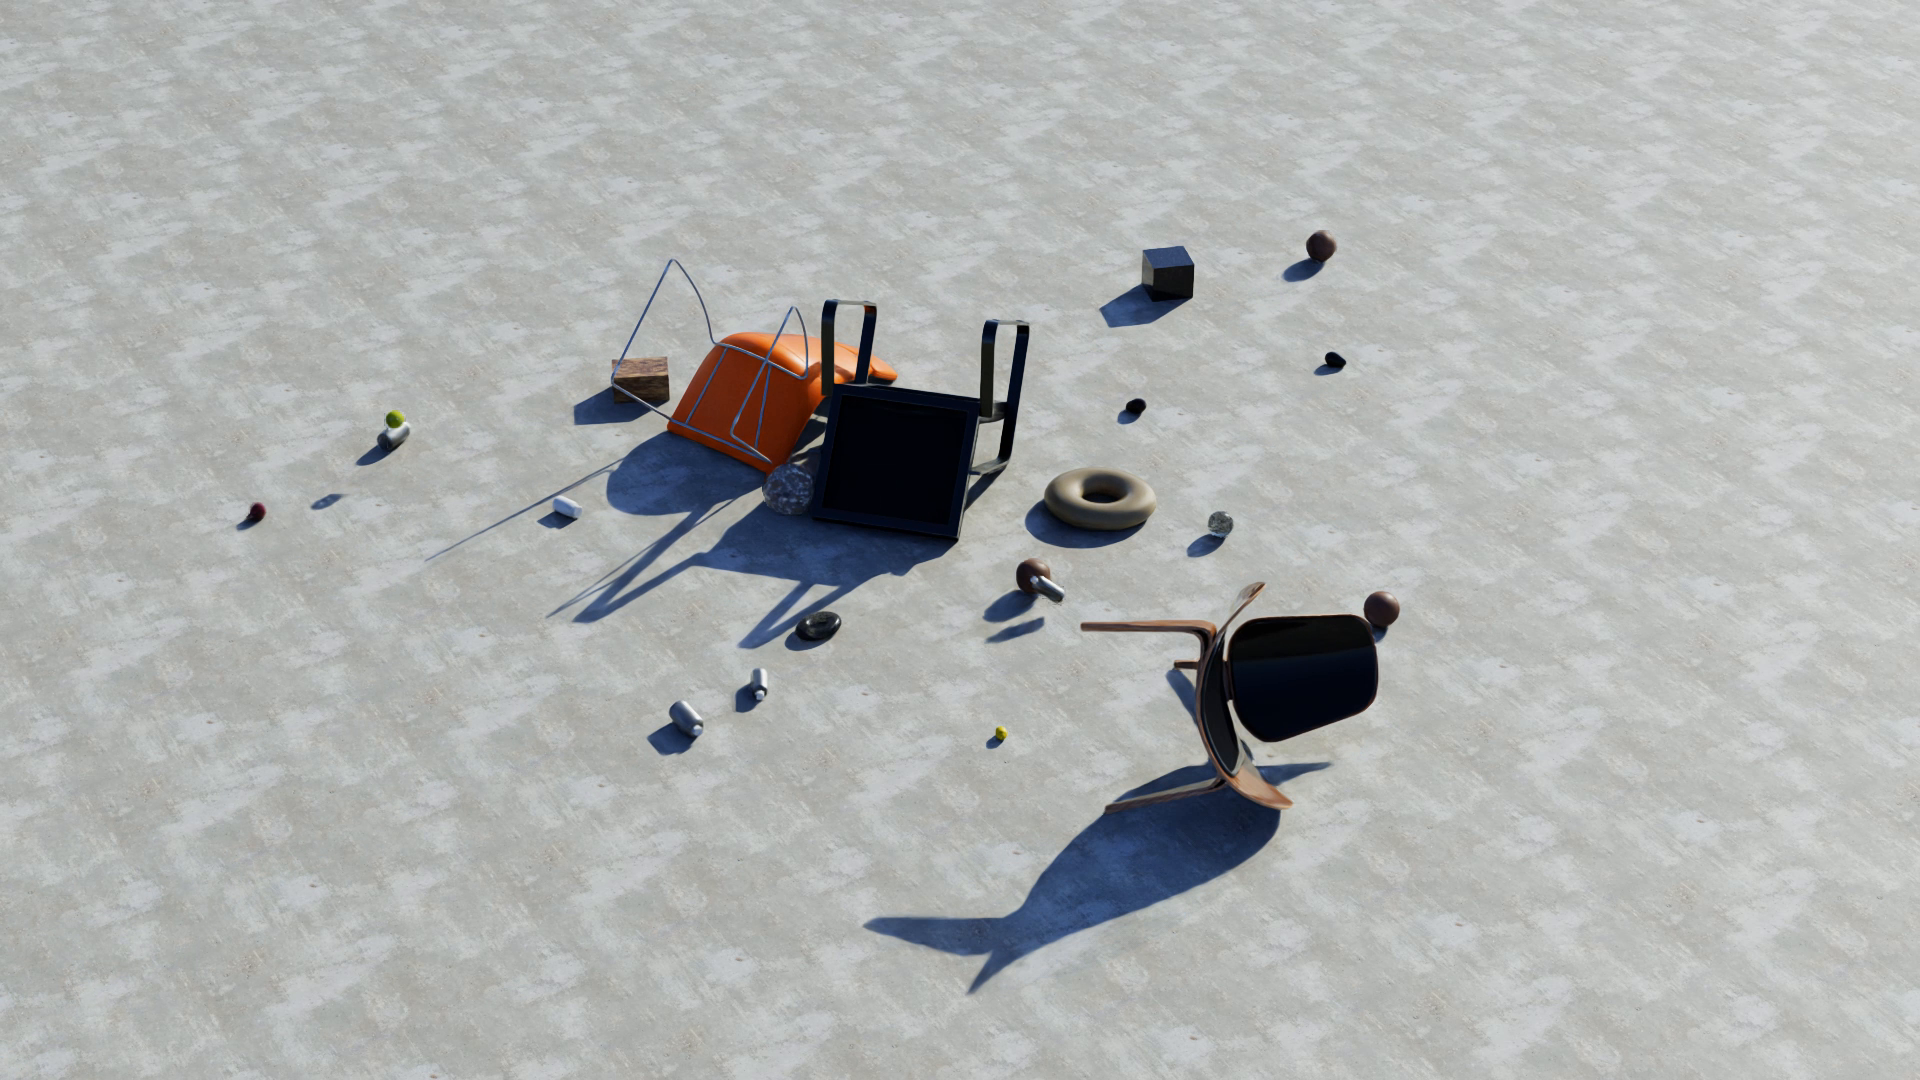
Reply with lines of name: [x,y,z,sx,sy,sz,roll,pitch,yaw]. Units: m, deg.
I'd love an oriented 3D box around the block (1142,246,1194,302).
block: [0.888,-1.138,12.525,0.180,0.160,0.175,-7,34,-10]

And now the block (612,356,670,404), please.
block: [-1.286,-0.645,11.815,0.224,0.119,0.150,-4,34,-5]

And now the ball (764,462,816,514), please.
ball: [-0.638,-0.193,11.059,0.196,0.196,0.196,0,33,0]

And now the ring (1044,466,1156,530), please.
ring: [0.531,-0.157,11.100,0.429,0.092,0.374,6,35,9]

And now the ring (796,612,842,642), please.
ring: [-0.504,0.307,10.440,0.184,0.044,0.132,-25,42,-34]

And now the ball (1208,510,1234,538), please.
ball: [0.973,-0.060,10.946,0.098,0.098,0.098,0,33,0]
